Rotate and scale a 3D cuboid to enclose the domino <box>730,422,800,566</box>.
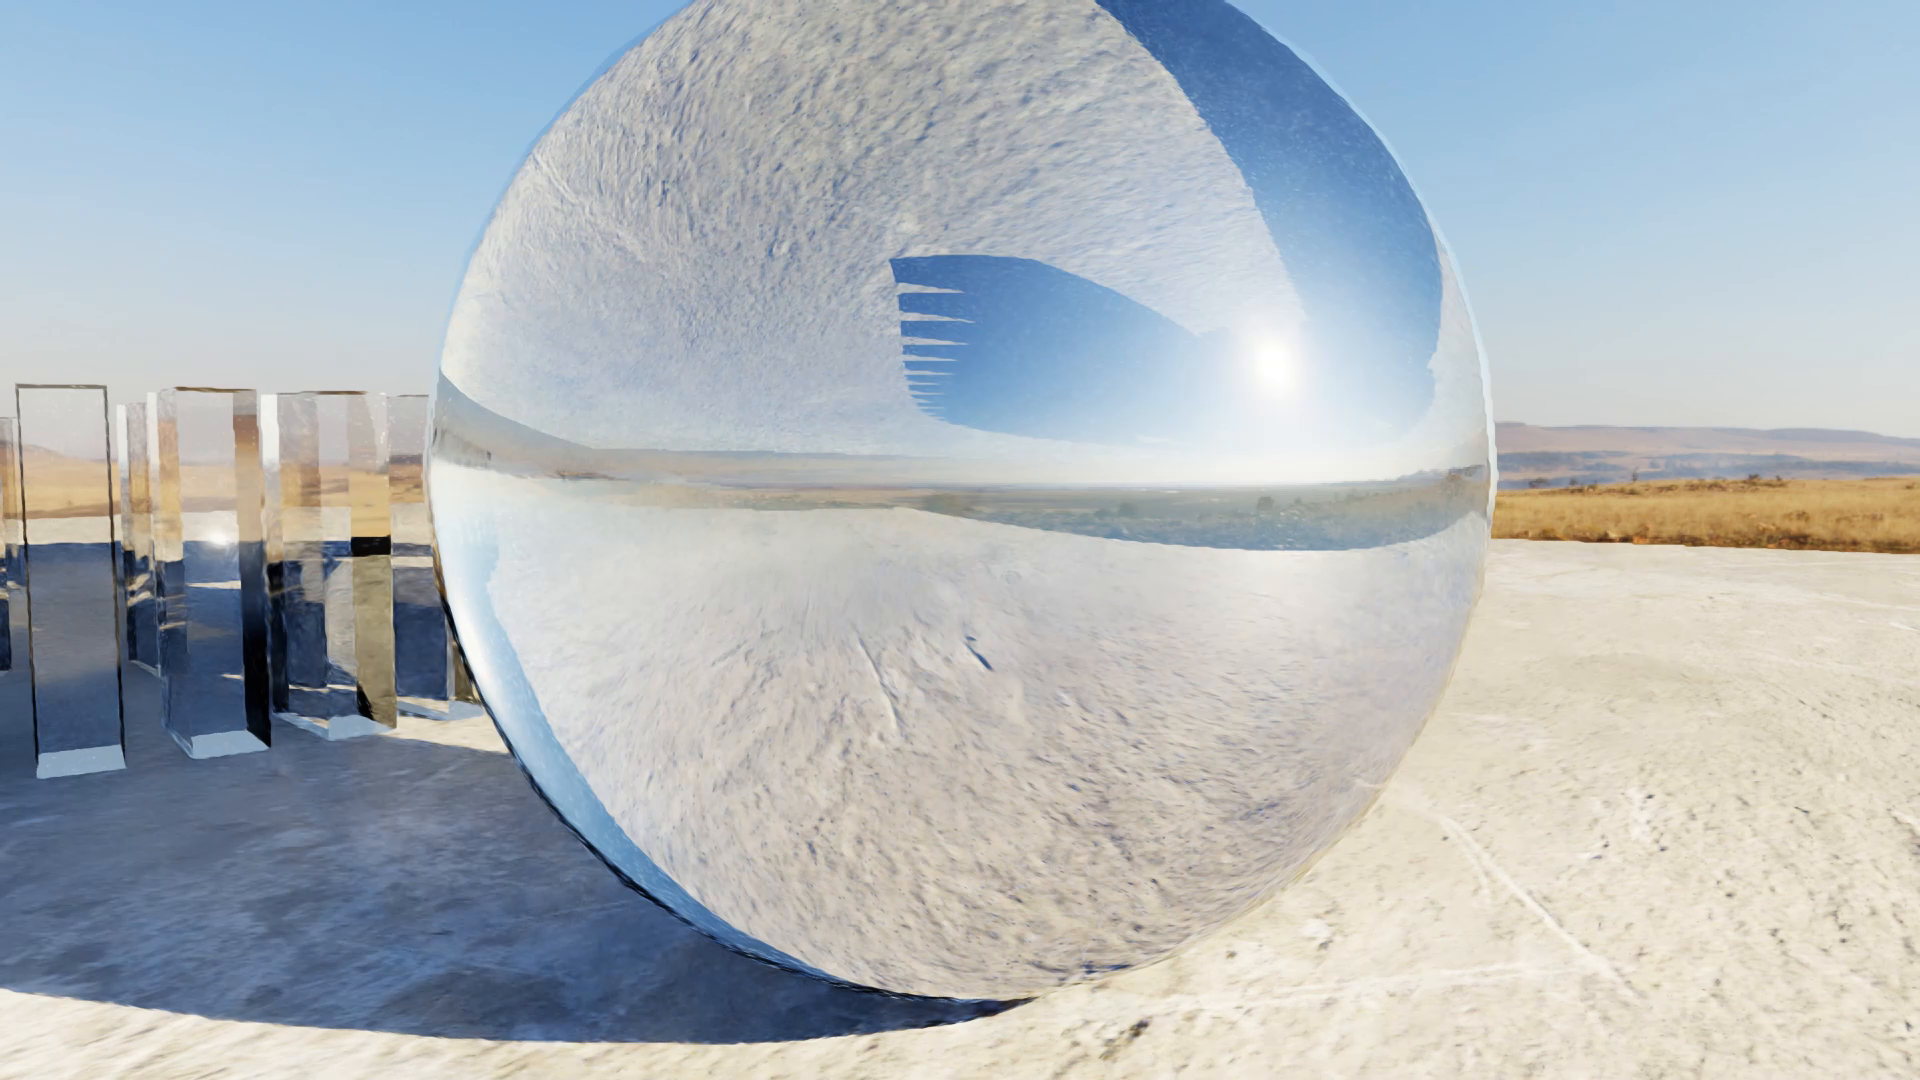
[{"bbox_3d":[-0.070,-0.017,0.460,0.010,0.050,0.025,3,5,36],"label":"domino"}]

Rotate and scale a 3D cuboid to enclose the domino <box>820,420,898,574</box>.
[{"bbox_3d":[-0.034,-0.015,0.429,0.025,0.050,0.009,-4,6,-43],"label":"domino"}]

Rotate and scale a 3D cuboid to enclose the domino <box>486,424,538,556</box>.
[{"bbox_3d":[-0.174,-0.020,0.498,0.010,0.050,0.025,0,4,0],"label":"domino"}]

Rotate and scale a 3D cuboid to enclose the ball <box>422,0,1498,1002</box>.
[{"bbox_3d":[0.000,-0.005,0.103,0.080,0.080,0.080,0,4,0],"label":"ball"}]

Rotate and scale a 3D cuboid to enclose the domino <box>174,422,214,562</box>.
[{"bbox_3d":[-0.282,-0.018,0.472,0.010,0.050,0.025,-2,5,-28],"label":"domino"}]

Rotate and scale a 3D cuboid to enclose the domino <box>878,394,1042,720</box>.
[{"bbox_3d":[0.000,0.002,0.201,0.025,0.050,0.010,0,4,0],"label":"domino"}]

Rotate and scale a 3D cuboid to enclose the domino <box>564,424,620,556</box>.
[{"bbox_3d":[-0.142,-0.020,0.495,0.009,0.050,0.025,1,4,12],"label":"domino"}]

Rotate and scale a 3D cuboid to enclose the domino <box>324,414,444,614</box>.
[{"bbox_3d":[-0.148,-0.007,0.331,0.025,0.050,0.010,-4,6,-44],"label":"domino"}]

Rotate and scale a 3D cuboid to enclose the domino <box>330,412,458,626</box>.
[{"bbox_3d":[-0.134,-0.005,0.304,0.025,0.050,0.010,-1,4,-8],"label":"domino"}]

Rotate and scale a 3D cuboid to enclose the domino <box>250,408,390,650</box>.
[{"bbox_3d":[-0.136,-0.003,0.272,0.025,0.050,0.010,1,4,14],"label":"domino"}]

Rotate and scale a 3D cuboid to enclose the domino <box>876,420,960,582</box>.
[{"bbox_3d":[-0.013,-0.013,0.404,0.025,0.050,0.010,-3,5,-34],"label":"domino"}]

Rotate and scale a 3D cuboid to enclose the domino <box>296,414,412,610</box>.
[{"bbox_3d":[-0.161,-0.008,0.342,0.010,0.050,0.025,3,5,33],"label":"domino"}]

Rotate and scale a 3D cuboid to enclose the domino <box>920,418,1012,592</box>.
[{"bbox_3d":[0.002,-0.011,0.376,0.025,0.050,0.009,-1,5,-19],"label":"domino"}]

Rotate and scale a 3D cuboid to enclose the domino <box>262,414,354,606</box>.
[{"bbox_3d":[-0.176,-0.008,0.347,0.010,0.050,0.025,0,4,3],"label":"domino"}]

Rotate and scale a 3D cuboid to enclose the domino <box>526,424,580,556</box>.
[{"bbox_3d":[-0.158,-0.020,0.497,0.009,0.050,0.025,0,4,6],"label":"domino"}]

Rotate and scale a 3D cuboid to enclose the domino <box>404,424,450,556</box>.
[{"bbox_3d":[-0.206,-0.020,0.496,0.010,0.050,0.025,-1,4,-8],"label":"domino"}]

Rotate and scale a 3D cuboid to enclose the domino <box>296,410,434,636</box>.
[{"bbox_3d":[-0.133,-0.004,0.288,0.025,0.050,0.009,0,4,4],"label":"domino"}]

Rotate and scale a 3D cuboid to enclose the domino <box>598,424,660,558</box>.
[{"bbox_3d":[-0.126,-0.019,0.490,0.009,0.050,0.025,1,5,19],"label":"domino"}]

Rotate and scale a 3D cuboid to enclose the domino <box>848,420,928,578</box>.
[{"bbox_3d":[-0.023,-0.014,0.417,0.025,0.050,0.009,-4,6,-39],"label":"domino"}]

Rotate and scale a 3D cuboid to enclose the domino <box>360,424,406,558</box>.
[{"bbox_3d":[-0.221,-0.019,0.493,0.010,0.050,0.025,-1,4,-12],"label":"domino"}]

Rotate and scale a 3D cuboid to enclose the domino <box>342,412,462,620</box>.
[{"bbox_3d":[-0.139,-0.006,0.319,0.025,0.050,0.009,-2,5,-30],"label":"domino"}]

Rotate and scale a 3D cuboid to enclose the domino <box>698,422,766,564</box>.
[{"bbox_3d":[-0.083,-0.018,0.469,0.009,0.050,0.025,3,5,32],"label":"domino"}]

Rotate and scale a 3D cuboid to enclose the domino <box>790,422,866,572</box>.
[{"bbox_3d":[-0.045,-0.015,0.440,0.009,0.050,0.025,4,6,43],"label":"domino"}]

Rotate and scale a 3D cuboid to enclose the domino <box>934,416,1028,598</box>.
[{"bbox_3d":[0.006,-0.009,0.360,0.025,0.050,0.010,-1,4,-11],"label":"domino"}]

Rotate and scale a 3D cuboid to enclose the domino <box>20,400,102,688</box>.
[{"bbox_3d":[-0.164,0.000,0.235,0.010,0.050,0.025,-3,5,-34],"label":"domino"}]

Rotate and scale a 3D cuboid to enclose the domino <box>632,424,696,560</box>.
[{"bbox_3d":[-0.111,-0.019,0.484,0.009,0.050,0.025,2,5,24],"label":"domino"}]

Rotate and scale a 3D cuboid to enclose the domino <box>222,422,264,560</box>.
[{"bbox_3d":[-0.267,-0.018,0.479,0.009,0.050,0.025,-2,5,-23],"label":"domino"}]

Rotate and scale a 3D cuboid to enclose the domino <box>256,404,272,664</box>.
[{"bbox_3d":[-0.141,-0.002,0.257,0.025,0.050,0.009,2,5,29],"label":"domino"}]

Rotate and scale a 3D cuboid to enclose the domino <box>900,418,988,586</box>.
[{"bbox_3d":[-0.005,-0.012,0.390,0.025,0.050,0.010,-2,5,-28],"label":"domino"}]

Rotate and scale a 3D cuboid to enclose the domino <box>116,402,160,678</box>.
[{"bbox_3d":[-0.152,-0.001,0.245,0.010,0.050,0.025,-4,6,-43],"label":"domino"}]

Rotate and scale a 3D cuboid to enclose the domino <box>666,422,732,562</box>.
[{"bbox_3d":[-0.097,-0.018,0.477,0.009,0.050,0.025,2,5,28],"label":"domino"}]

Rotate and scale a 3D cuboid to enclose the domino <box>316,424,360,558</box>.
[{"bbox_3d":[-0.237,-0.019,0.489,0.010,0.050,0.025,-1,4,-15],"label":"domino"}]

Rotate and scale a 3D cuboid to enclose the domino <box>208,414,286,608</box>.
[{"bbox_3d":[-0.192,-0.008,0.345,0.010,0.050,0.025,-1,4,-12],"label":"domino"}]

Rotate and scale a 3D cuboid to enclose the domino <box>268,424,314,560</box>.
[{"bbox_3d":[-0.252,-0.019,0.485,0.010,0.050,0.025,-1,5,-19],"label":"domino"}]

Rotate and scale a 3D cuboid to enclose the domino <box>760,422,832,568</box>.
[{"bbox_3d":[-0.057,-0.016,0.450,0.010,0.050,0.025,3,6,39],"label":"domino"}]

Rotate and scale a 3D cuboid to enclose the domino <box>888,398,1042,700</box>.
[{"bbox_3d":[0.001,0.001,0.217,0.025,0.050,0.010,0,4,5],"label":"domino"}]

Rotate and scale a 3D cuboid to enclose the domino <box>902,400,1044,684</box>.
[{"bbox_3d":[0.003,0.000,0.233,0.025,0.050,0.010,0,4,6],"label":"domino"}]

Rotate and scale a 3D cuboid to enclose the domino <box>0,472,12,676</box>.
[{"bbox_3d":[-0.178,0.001,0.227,0.009,0.050,0.025,-2,5,-24],"label":"domino"}]

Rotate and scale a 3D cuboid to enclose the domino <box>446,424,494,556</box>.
[{"bbox_3d":[-0.190,-0.020,0.497,0.009,0.050,0.025,0,4,-4],"label":"domino"}]
